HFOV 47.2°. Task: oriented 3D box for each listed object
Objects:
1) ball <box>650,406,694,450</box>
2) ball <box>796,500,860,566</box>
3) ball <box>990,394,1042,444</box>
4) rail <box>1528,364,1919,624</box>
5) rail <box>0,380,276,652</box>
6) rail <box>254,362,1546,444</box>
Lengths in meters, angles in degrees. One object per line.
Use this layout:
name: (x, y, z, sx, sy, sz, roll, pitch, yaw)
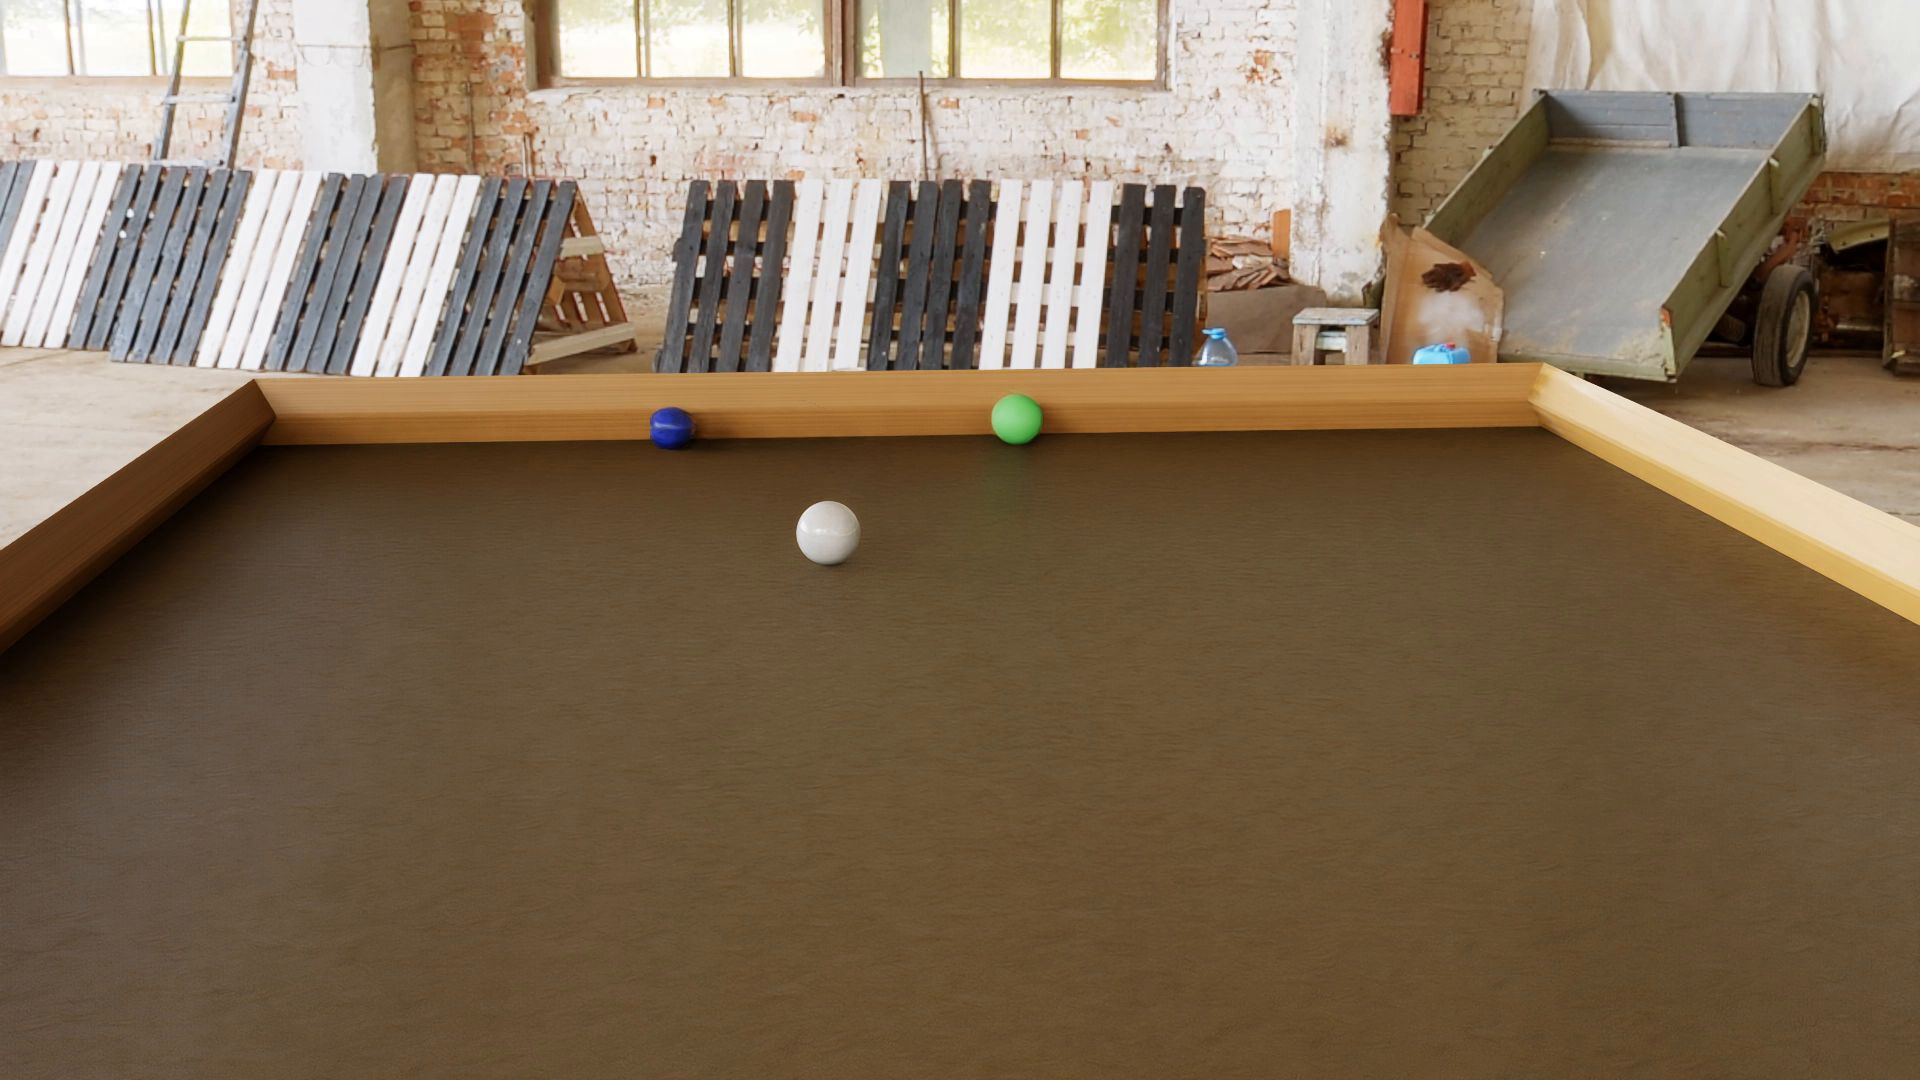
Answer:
ball: (-0.513, -0.200, 3.922, 0.076, 0.076, 0.076, 0, 13, 0)
ball: (-0.184, -0.010, 3.080, 0.090, 0.090, 0.090, 0, 13, 0)
ball: (0.102, -0.219, 3.968, 0.092, 0.092, 0.092, 0, 13, 0)
rail: (1.245, 0.202, 2.110, 0.045, 0.119, 4.188, -1, 13, -5)
rail: (-1.075, 0.245, 1.926, 0.045, 0.119, 4.188, -1, 13, -5)
rail: (-0.083, -0.247, 4.027, 2.375, 0.119, 0.045, -1, 13, -5)
